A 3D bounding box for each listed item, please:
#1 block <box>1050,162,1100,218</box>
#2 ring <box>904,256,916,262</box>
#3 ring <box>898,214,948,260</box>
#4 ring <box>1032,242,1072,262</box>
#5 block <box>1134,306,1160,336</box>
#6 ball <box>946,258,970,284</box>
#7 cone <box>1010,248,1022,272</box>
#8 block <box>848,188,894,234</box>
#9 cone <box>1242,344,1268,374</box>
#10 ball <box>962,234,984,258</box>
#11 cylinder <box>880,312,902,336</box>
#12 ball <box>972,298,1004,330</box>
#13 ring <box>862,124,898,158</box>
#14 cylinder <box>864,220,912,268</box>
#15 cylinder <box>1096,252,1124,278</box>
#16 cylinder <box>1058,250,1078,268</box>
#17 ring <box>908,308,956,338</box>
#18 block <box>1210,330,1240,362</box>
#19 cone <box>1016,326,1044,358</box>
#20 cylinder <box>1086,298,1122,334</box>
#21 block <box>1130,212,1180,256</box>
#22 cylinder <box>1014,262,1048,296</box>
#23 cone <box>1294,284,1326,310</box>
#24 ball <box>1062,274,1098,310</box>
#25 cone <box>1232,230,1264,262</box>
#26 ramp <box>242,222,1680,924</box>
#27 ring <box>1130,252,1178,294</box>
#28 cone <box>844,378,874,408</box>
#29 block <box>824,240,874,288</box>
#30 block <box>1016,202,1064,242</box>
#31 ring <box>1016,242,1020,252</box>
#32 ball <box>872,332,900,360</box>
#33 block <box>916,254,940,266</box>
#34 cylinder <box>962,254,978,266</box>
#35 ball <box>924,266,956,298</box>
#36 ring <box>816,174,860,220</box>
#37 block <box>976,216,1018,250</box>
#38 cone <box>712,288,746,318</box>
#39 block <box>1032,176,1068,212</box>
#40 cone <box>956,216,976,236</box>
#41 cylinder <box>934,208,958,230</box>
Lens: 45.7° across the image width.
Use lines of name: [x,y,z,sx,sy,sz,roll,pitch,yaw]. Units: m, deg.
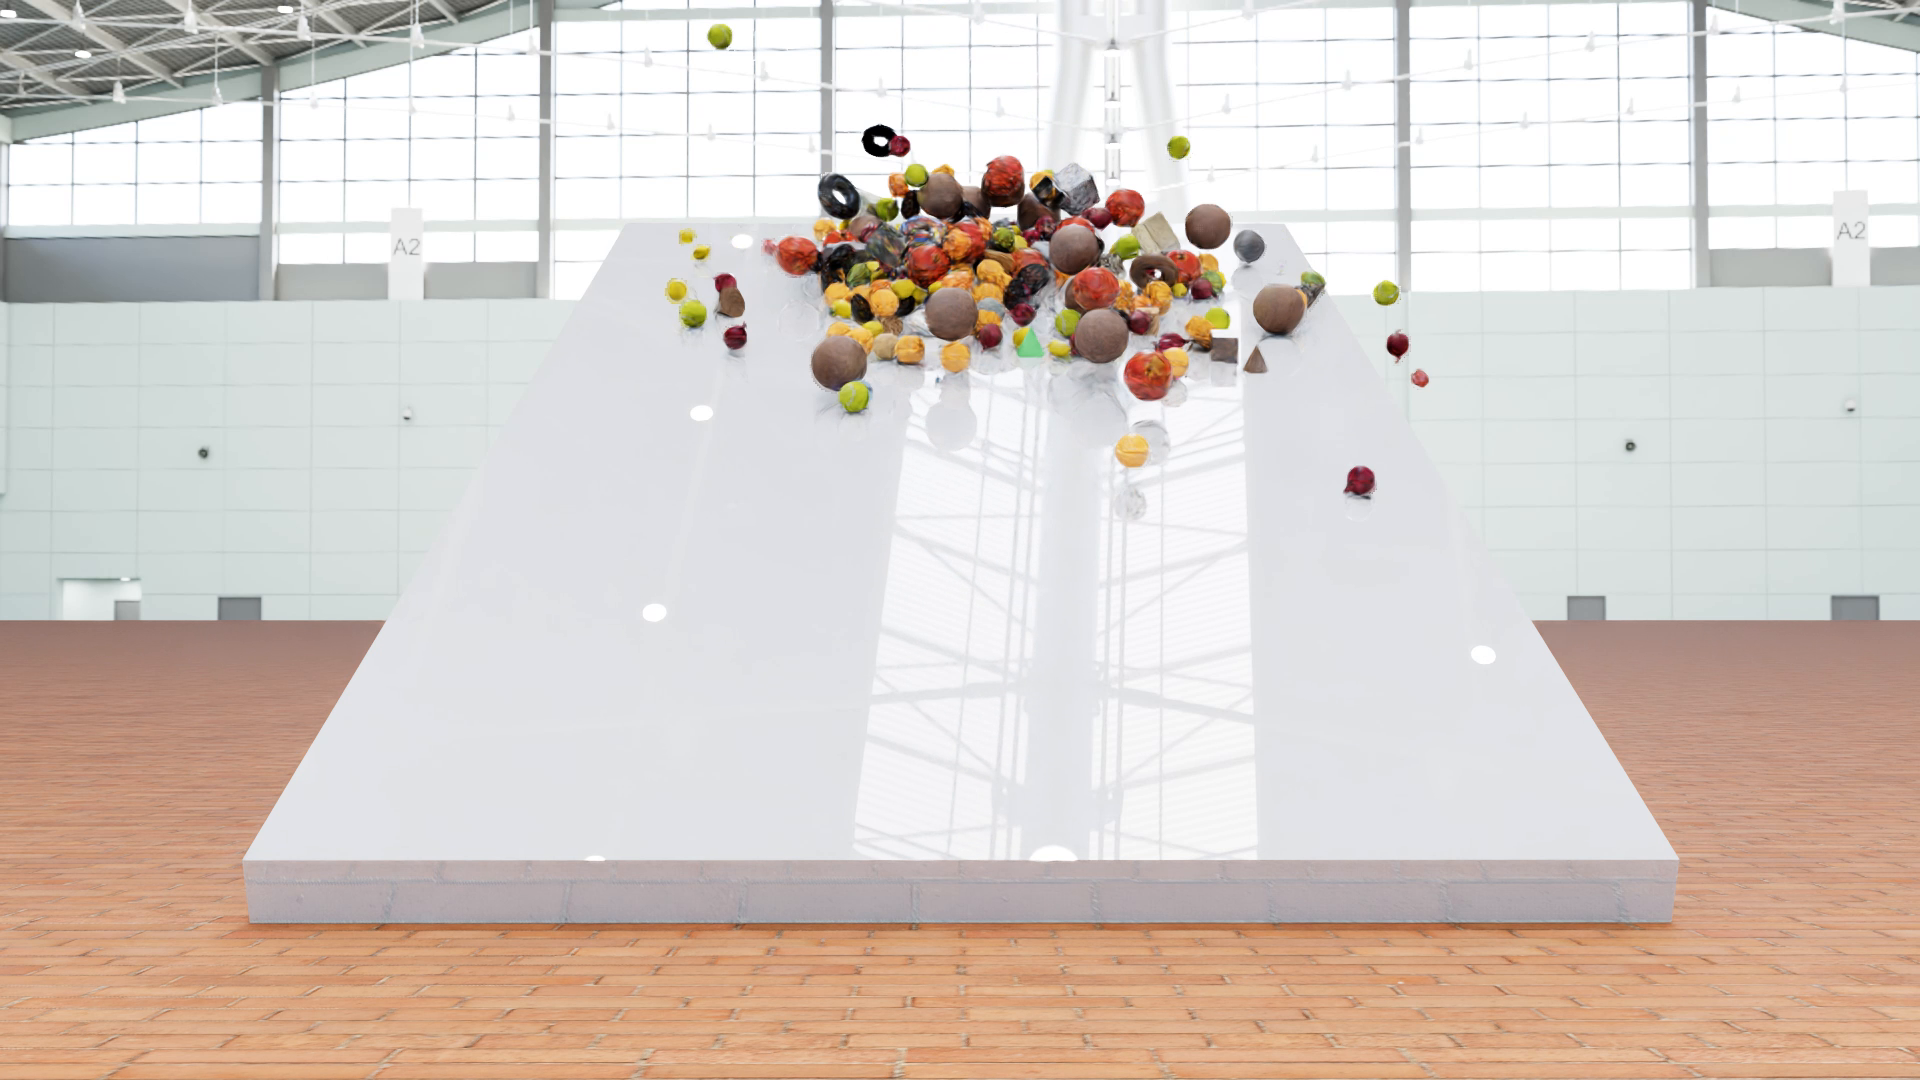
block: [0.318,-0.977,6.348,0.094,0.094,0.094,-35,47,-14]
ring: [-0.127,-0.816,6.318,0.093,0.093,0.031,1,5,-31]
ring: [-0.103,-0.815,6.128,0.145,0.145,0.048,0,-33,9]
ring: [0.251,-0.788,6.219,0.116,0.039,0.116,12,16,-4]
block: [0.470,-0.550,5.733,0.059,0.059,0.059,4,21,10]
ball: [-0.006,-0.735,6.211,0.066,0.066,0.066,0,-2,0]
cone: [0.123,-0.765,6.309,0.067,0.067,0.067,-28,14,-32]
block: [-0.268,-0.957,6.653,0.091,0.091,0.091,16,26,-40]
cone: [0.706,-0.436,5.422,0.064,0.064,0.064,0,21,0]
ball: [0.037,-0.813,6.276,0.065,0.065,0.065,0,-2,0]
cylinder: [-0.173,-0.541,5.718,0.050,0.050,0.050,0,20,-14]
ball: [0.072,-0.572,5.757,0.080,0.080,0.080,0,-2,0]
ring: [-0.227,-1.132,6.459,0.107,0.036,0.107,2,-44,2]
cylinder: [-0.183,-0.756,5.834,0.090,0.090,0.090,32,-2,1]
cylinder: [0.378,-0.693,5.734,0.059,0.059,0.059,0,9,-7]
cylinder: [0.301,-0.788,6.373,0.051,0.051,0.051,0,-2,-5]
ring: [-0.072,-0.547,5.735,0.121,0.040,0.121,1,30,-1]
block: [0.641,-0.470,5.512,0.064,0.064,0.064,1,21,4]
cone: [0.173,-0.487,5.546,0.072,0.072,0.072,0,21,0]
cylinder: [0.357,-0.556,5.651,0.065,0.065,0.065,-40,-3,-2]
block: [0.541,-0.833,6.304,0.099,0.099,0.099,-32,-10,2]
cylinder: [0.190,-0.692,6.046,0.072,0.072,0.072,1,-10,-15]
cone: [0.914,-0.644,5.877,0.073,0.073,0.073,-29,-11,16]
ball: [0.313,-0.647,5.941,0.093,0.093,0.093,0,-2,0]
cone: [0.793,-0.816,6.370,0.093,0.093,0.093,-1,15,26]
ramp: [-0.005,-0.212,5.056,2.000,0.100,4.000,0,21,0]
ring: [0.517,-0.710,6.059,0.134,0.045,0.134,9,-38,7]
cone: [-0.232,-0.329,5.182,0.067,0.067,0.067,0,-7,-4]
block: [-0.303,-0.753,6.211,0.100,0.100,0.100,-14,25,-33]
block: [0.233,-0.917,6.623,0.082,0.082,0.082,42,-9,-39]
ring: [0.128,-0.851,6.572,0.095,0.032,0.095,0,22,0]
ball: [-0.178,-0.468,5.503,0.066,0.066,0.066,0,-2,0]
block: [-0.089,-0.790,6.240,0.066,0.066,0.066,-2,-5,1]
cylinder: [0.043,-0.799,6.402,0.051,0.051,0.051,-2,16,44]
ball: [-0.052,-0.688,6.058,0.085,0.085,0.085,0,-2,0]
ring: [-0.342,-0.970,6.428,0.143,0.143,0.048,2,-24,-40]
block: [0.107,-0.855,6.444,0.089,0.089,0.089,-20,10,9]
cone: [-0.616,-0.605,5.904,0.083,0.083,0.083,-8,-7,44]
block: [0.244,-0.946,6.213,0.059,0.059,0.059,-44,-43,17]
cone: [0.016,-0.880,6.285,0.055,0.055,0.055,-3,-44,-3]
cylinder: [-0.046,-0.927,6.611,0.054,0.054,0.054,-35,15,11]
